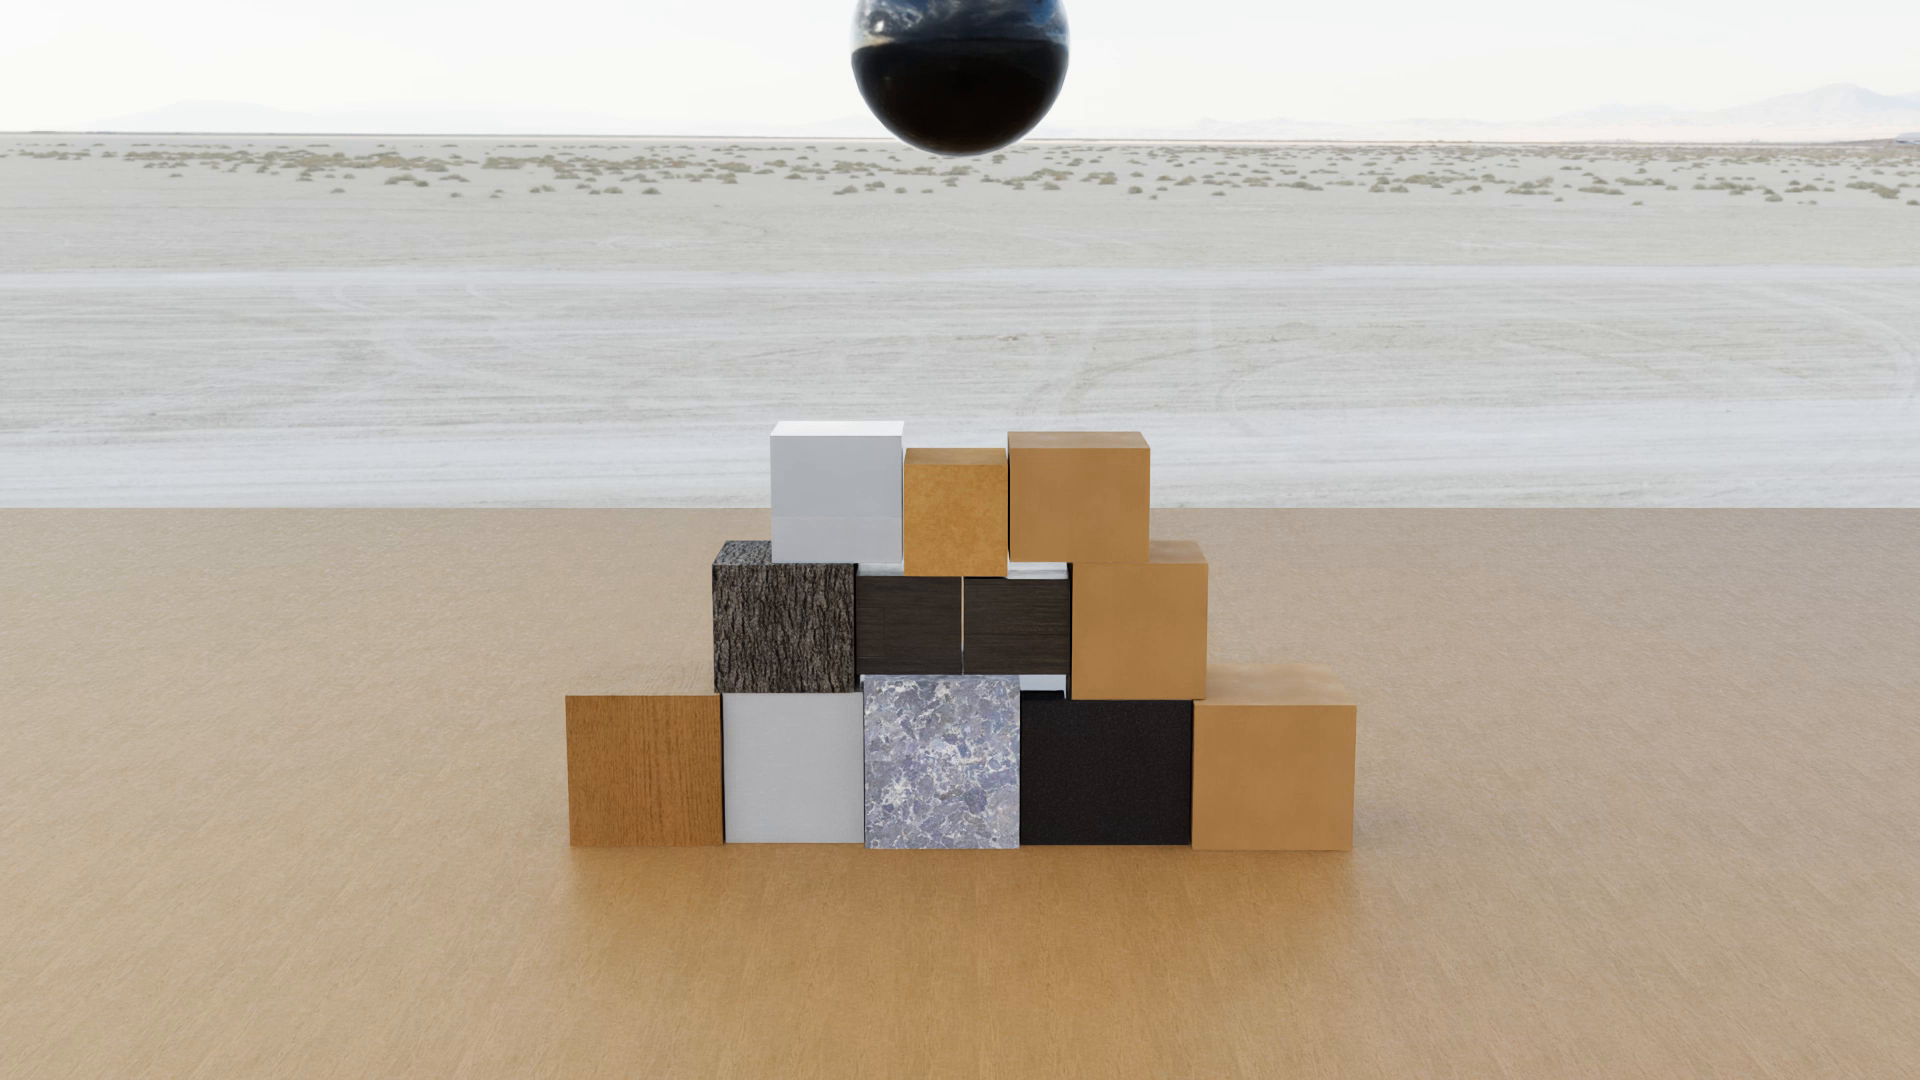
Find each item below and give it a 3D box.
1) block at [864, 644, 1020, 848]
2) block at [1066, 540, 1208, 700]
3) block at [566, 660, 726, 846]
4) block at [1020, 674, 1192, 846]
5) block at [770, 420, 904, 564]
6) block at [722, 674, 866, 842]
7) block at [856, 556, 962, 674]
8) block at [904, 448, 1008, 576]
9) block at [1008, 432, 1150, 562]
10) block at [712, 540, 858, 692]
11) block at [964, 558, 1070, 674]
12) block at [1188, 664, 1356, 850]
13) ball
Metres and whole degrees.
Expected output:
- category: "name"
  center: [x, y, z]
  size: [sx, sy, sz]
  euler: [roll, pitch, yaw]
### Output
- category: "block"
  center: [-0.089, 1.050, 11.377]
  size: [0.772, 0.864, 0.844]
  euler: [0, 10, 0]
- category: "block"
  center: [0.893, 0.398, 11.240]
  size: [0.669, 0.692, 0.644]
  euler: [0, 10, 0]
- category: "block"
  center: [-1.581, 1.091, 11.380]
  size: [0.768, 0.782, 0.749]
  euler: [0, 10, 0]
- category: "block"
  center: [0.730, 1.107, 11.377]
  size: [0.847, 0.752, 0.714]
  euler: [0, 10, 0]
- category: "block"
  center: [-0.611, -0.250, 11.145]
  size: [0.647, 0.639, 0.567]
  euler: [0, 10, 0]
- category: "block"
  center: [-0.836, 1.090, 11.380]
  size: [0.702, 0.783, 0.639]
  euler: [0, 10, 0]
- category: "block"
  center: [-0.255, 0.380, 11.236]
  size: [0.526, 0.504, 0.529]
  euler: [0, 10, 0]
- category: "block"
  center: [-0.021, -0.150, 11.173]
  size: [0.514, 0.560, 0.606]
  euler: [0, 10, 0]
- category: "block"
  center: [0.590, -0.226, 11.146]
  size: [0.688, 0.570, 0.633]
  euler: [0, 10, 0]
- category: "block"
  center: [-0.878, 0.383, 11.263]
  size: [0.699, 0.650, 0.681]
  euler: [0, 10, 0]
- category: "block"
  center: [0.283, 0.385, 11.258]
  size: [0.531, 0.487, 0.570]
  euler: [0, 10, 0]
- category: "block"
  center: [1.564, 1.107, 11.388]
  size: [0.801, 0.747, 0.887]
  euler: [0, 10, 0]
- category: "ball"
  center: [0.000, -3.552, 15.774]
  size: [1.600, 1.600, 1.600]
  euler: [0, 10, 0]
